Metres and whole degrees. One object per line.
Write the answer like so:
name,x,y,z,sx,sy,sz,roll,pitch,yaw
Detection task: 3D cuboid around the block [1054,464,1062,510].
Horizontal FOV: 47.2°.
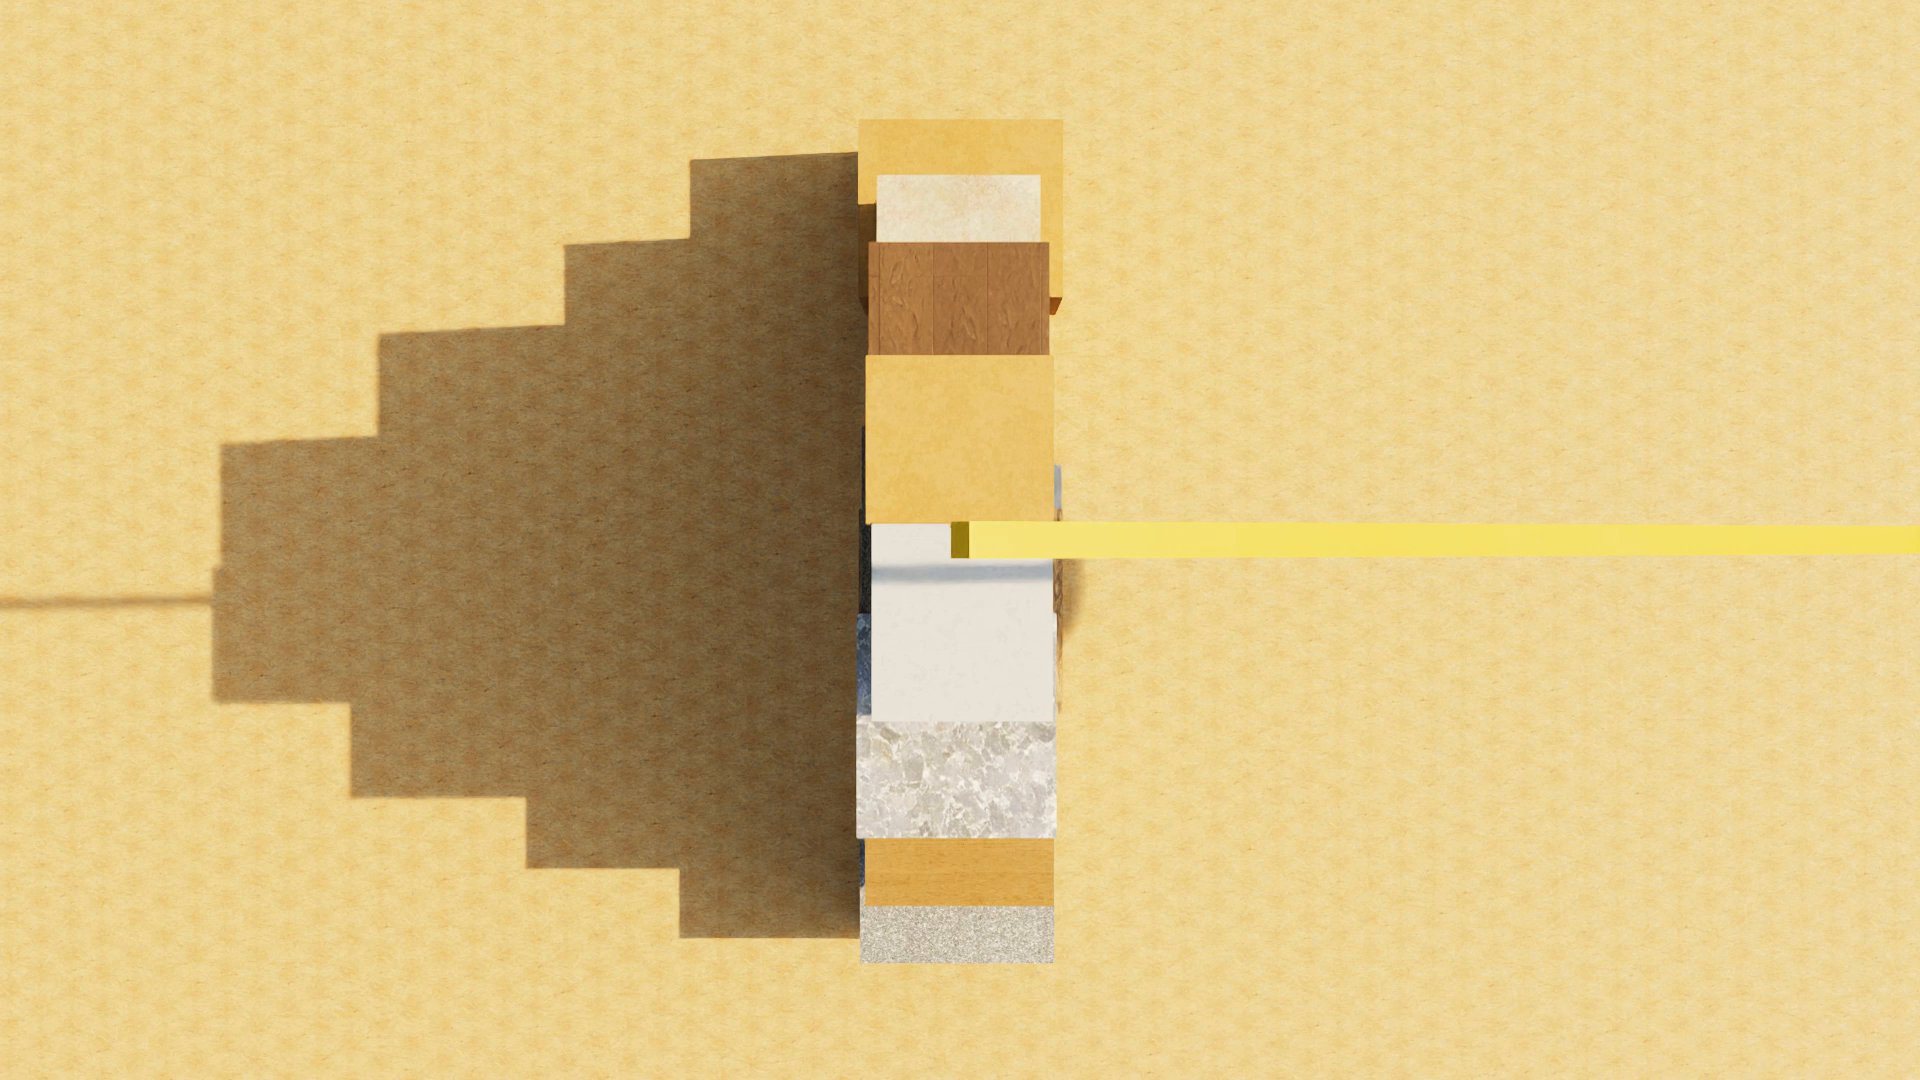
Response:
block,0.011,0.056,12.516,1.089,0.969,0.936,0,90,0

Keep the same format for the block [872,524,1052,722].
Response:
block,0.010,0.348,9.642,0.759,0.860,0.826,0,90,0

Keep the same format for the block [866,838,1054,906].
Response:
block,-0.002,1.366,11.499,0.947,0.912,0.950,0,90,0

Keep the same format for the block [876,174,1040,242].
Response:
block,-0.007,-1.397,11.597,0.833,0.780,0.913,0,89,0

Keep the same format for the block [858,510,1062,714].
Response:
block,0.004,0.363,11.587,1.033,0.890,1.040,0,90,0

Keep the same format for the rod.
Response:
rod,2.234,0.000,6.055,5.200,0.080,0.080,0,90,-31

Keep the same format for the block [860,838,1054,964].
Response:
block,-0.016,1.824,12.478,1.056,1.045,0.953,0,90,0

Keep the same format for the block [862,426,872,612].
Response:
block,-0.015,-0.097,10.684,0.886,0.901,0.872,0,90,0

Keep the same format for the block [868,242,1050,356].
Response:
block,-0.004,-0.961,10.652,0.836,0.966,0.835,0,90,0

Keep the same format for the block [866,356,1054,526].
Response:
block,-0.001,-0.422,9.722,0.794,0.892,0.714,0,90,0

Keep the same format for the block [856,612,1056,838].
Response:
block,-0.015,0.854,10.558,0.915,0.976,1.027,0,90,0

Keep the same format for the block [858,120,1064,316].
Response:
block,0.004,-1.815,12.512,1.120,0.976,0.973,0,90,0
